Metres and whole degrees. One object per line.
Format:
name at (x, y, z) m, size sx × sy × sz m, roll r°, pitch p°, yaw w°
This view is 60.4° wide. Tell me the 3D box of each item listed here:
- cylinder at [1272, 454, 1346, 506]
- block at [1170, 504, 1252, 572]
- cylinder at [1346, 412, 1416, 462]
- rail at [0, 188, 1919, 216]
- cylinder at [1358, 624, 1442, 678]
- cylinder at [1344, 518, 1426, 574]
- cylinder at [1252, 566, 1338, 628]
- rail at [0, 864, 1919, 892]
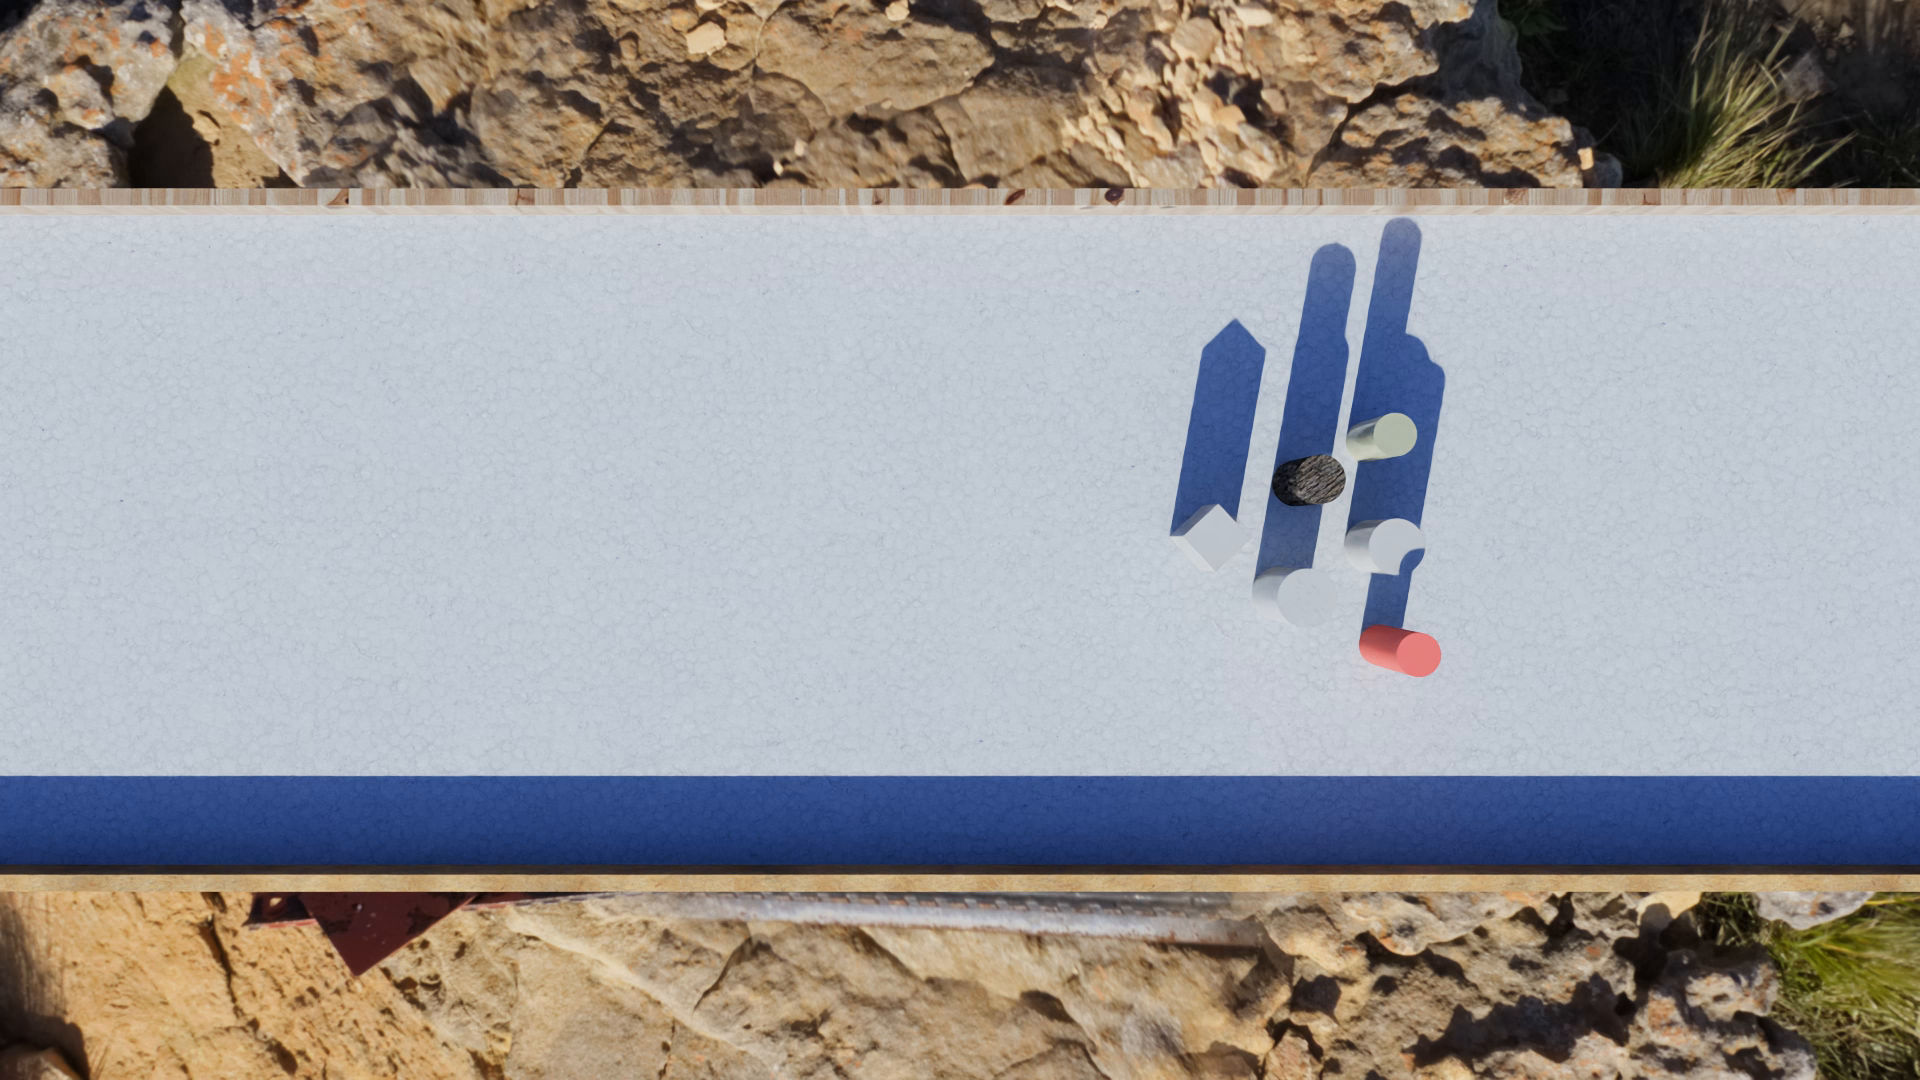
cylinder at (1.032, -0.174, 4.895) m, size 0.141 × 0.364 × 0.141 m, roll 0°, pitch 90°, yaw 0°
block at (0.742, -0.007, 4.919) m, size 0.140 × 0.315 × 0.140 m, roll -43°, pitch 90°, yaw 0°
cylinder at (1.250, -0.303, 4.905) m, size 0.125 × 0.342 × 0.125 m, roll 0°, pitch 90°, yaw 0°
rail at (-2.247, -1.025, 5.002) m, size 12.000 × 0.150 × 0.050 m, roll 0°, pitch 90°, yaw 0°
cylinder at (1.290, 0.323, 4.855) m, size 0.125 × 0.443 × 0.125 m, roll 0°, pitch 90°, yaw 0°
cylinder at (1.262, 0.019, 4.920) m, size 0.163 × 0.313 × 0.163 m, roll 0°, pitch 90°, yaw 0°
cylinder at (0.984, 0.165, 4.874) m, size 0.171 × 0.404 × 0.171 m, roll 0°, pitch 90°, yaw 0°
rail at (-2.247, 1.025, 5.001) m, size 12.000 × 0.150 × 0.050 m, roll 0°, pitch 90°, yaw 0°
